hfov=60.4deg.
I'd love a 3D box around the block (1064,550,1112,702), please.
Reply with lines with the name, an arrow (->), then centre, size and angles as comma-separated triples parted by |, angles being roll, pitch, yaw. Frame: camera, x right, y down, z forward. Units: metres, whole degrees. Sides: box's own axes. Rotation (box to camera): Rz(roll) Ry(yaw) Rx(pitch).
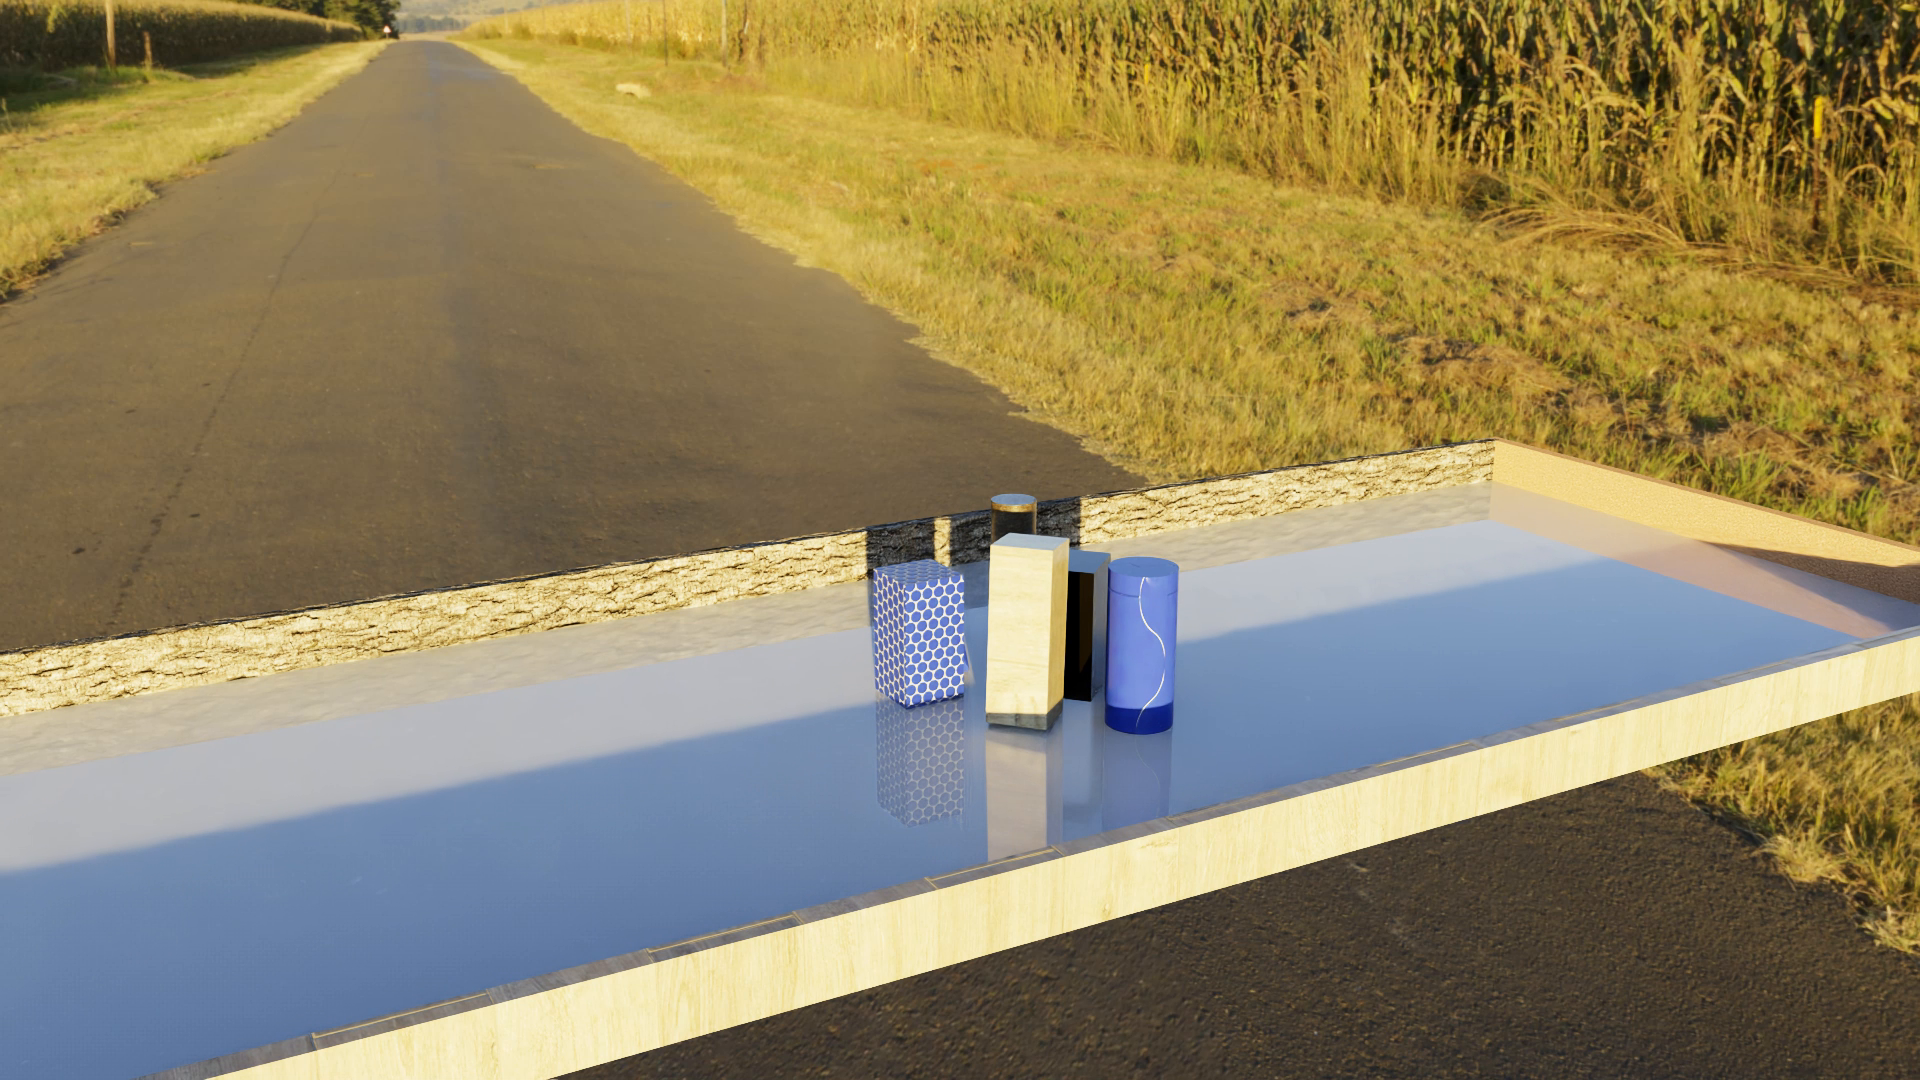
block -> 0.263, 0.205, 4.074 | 0.176, 0.328, 0.176 | 5, 17, 18

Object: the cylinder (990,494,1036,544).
cylinder -> 0.141, 0.083, 4.371 | 0.119, 0.395, 0.119 | 0, 16, 0

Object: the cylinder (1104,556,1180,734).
cylinder -> 0.422, 0.245, 3.844 | 0.163, 0.382, 0.163 | 0, 16, 0

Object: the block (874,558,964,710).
block -> -0.100, 0.227, 4.028 | 0.160, 0.313, 0.160 | -9, 19, -29

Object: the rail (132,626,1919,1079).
rail -> -2.336, 1.006, 1.665 | 12.000, 0.150, 0.050 | -9, 18, -27

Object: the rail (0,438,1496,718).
rail -> -3.305, 0.497, 3.399 | 12.000, 0.150, 0.050 | -9, 18, -27

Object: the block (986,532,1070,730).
block -> 0.158, 0.211, 3.864 | 0.147, 0.425, 0.147 | 5, 13, 18

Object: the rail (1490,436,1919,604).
rail -> 2.466, -0.048, 5.253 | 0.050, 0.150, 2.100 | -9, 18, -27

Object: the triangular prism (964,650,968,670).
triangular prism -> -0.036, 0.238, 4.398 | 0.091, 0.079, 0.414 | -1, 16, -3
